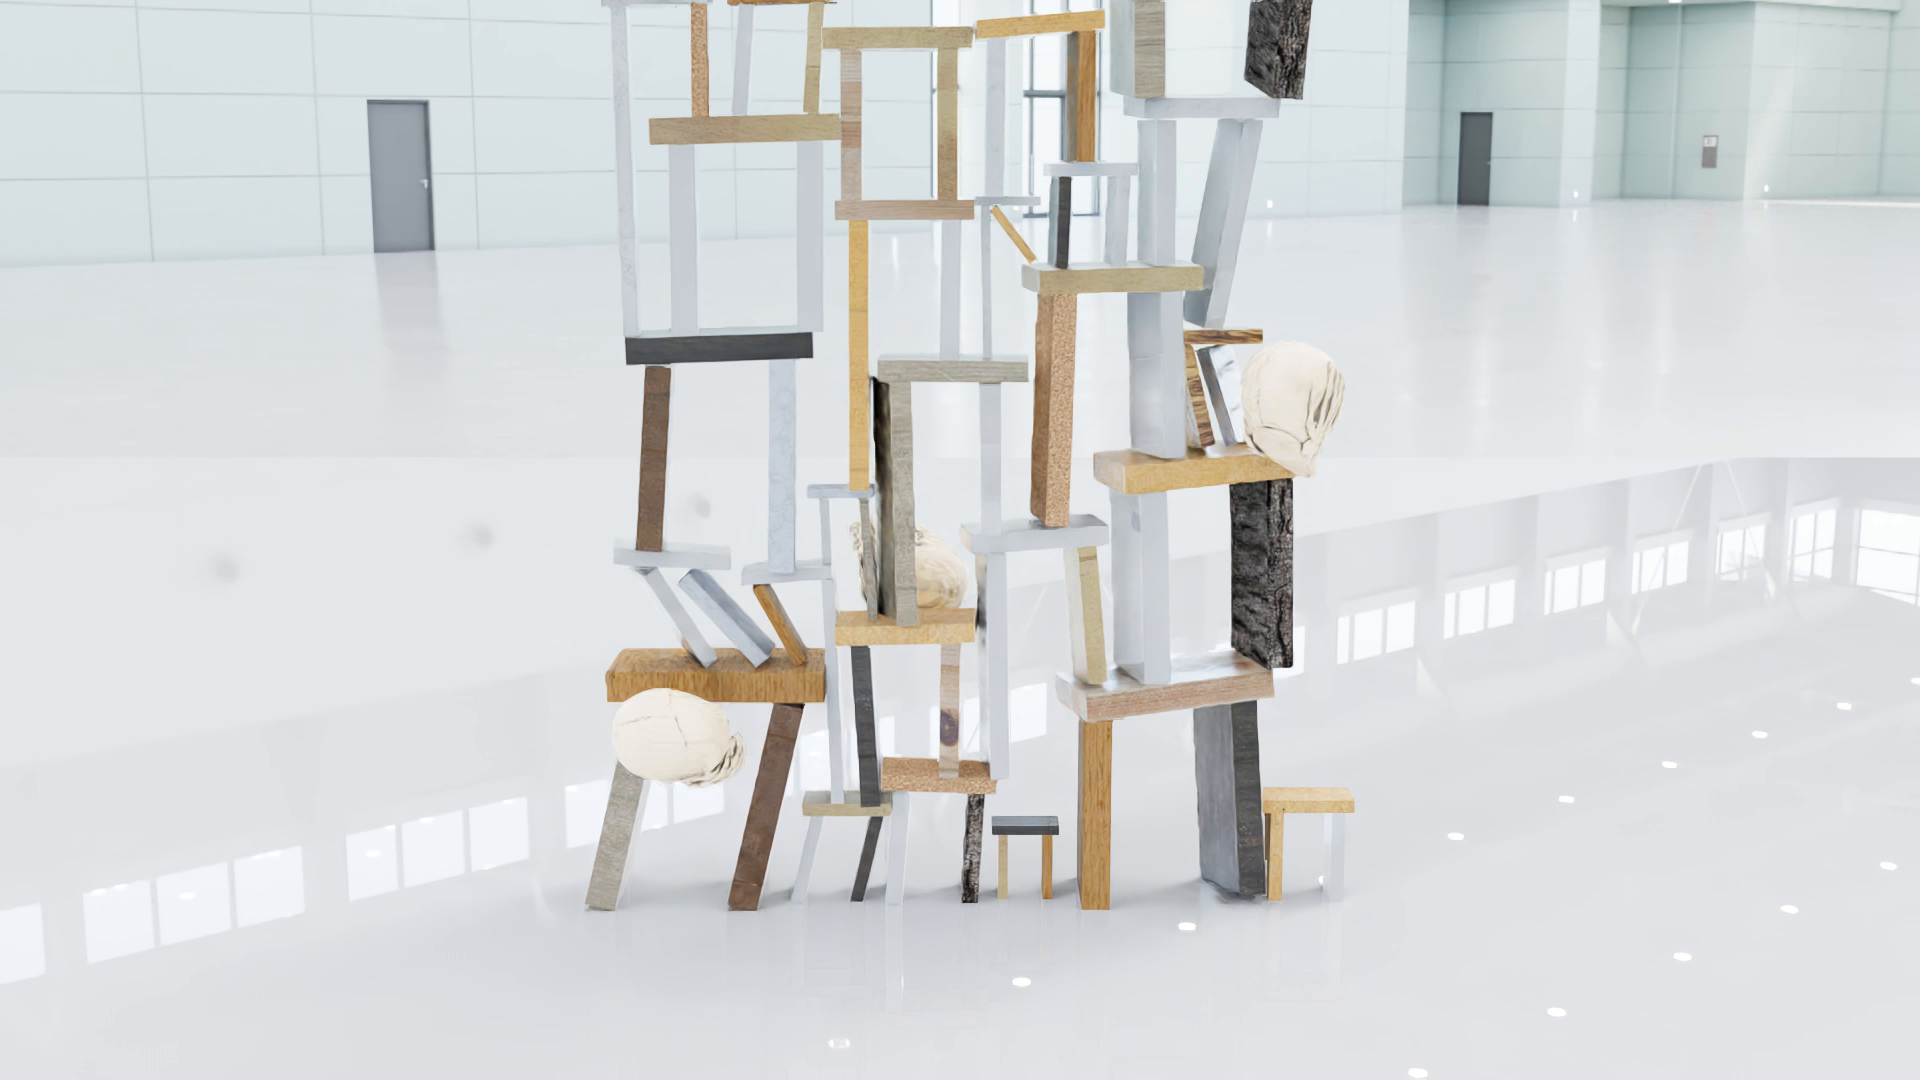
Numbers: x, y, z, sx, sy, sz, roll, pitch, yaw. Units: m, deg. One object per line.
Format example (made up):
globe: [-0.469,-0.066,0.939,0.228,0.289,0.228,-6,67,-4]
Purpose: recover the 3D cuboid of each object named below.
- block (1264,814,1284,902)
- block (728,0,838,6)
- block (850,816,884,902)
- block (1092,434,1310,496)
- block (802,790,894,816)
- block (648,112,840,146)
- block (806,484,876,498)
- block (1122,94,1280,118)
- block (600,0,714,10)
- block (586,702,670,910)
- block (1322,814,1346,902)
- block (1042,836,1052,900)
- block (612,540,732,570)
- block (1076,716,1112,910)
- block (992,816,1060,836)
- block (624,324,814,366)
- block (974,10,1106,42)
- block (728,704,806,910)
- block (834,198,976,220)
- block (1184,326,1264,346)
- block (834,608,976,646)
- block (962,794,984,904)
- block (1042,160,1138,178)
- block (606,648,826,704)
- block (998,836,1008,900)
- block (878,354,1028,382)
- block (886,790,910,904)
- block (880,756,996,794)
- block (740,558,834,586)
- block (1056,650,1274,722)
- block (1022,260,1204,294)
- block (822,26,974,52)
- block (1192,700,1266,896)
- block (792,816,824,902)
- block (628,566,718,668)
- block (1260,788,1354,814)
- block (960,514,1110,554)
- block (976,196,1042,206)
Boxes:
block: [0.521,0.515,3.657,0.021,0.151,0.076,0,11,0]
block: [-0.275,-0.841,3.396,0.167,0.024,0.084,-2,11,-4]
block: [-0.153,0.518,3.652,0.021,0.147,0.073,13,11,-2]
block: [0.390,-0.124,3.571,0.314,0.044,0.157,-6,12,-15]
block: [-0.185,0.435,3.636,0.147,0.021,0.073,0,11,0]
block: [-0.335,-0.641,3.433,0.292,0.041,0.146,-2,11,-4]
block: [-0.191,-0.079,3.535,0.107,0.015,0.054,-1,10,1]
block: [0.380,-0.684,3.467,0.222,0.031,0.111,-3,14,-13]
block: [-0.465,-0.834,3.381,0.169,0.024,0.085,-3,11,-5]
block: [-0.546,0.417,3.640,0.049,0.348,0.174,14,10,-3]
block: [0.621,0.515,3.657,0.021,0.151,0.076,0,11,0]
block: [0.145,0.535,3.659,0.016,0.111,0.055,0,11,0]
block: [-0.463,0.024,3.530,0.186,0.026,0.093,3,9,-9]
block: [0.222,0.431,3.641,0.046,0.322,0.161,0,11,0]
block: [0.108,0.473,3.648,0.111,0.016,0.055,0,11,0]
block: [-0.380,-0.311,3.488,0.291,0.041,0.145,-2,11,-5]
block: [0.122,-0.796,3.407,0.197,0.028,0.099,-5,10,-2]
block: [-0.315,0.417,3.640,0.049,0.348,0.174,13,10,-2]
block: [-0.084,-0.520,3.457,0.217,0.031,0.108,0,10,2]
block: [0.400,-0.331,3.567,0.164,0.023,0.082,-3,9,-19]
block: [-0.086,0.140,3.570,0.223,0.032,0.112,-1,11,2]
block: [0.021,0.495,3.649,0.027,0.189,0.095,3,13,-1]
block: [0.204,-0.583,3.453,0.140,0.020,0.070,-3,12,-8]
block: [-0.391,0.221,3.604,0.348,0.049,0.174,0,11,1]
block: [0.071,0.535,3.659,0.016,0.111,0.055,0,11,0]
block: [-0.009,-0.273,3.492,0.237,0.034,0.118,1,10,2]
block: [-0.102,0.496,3.652,0.027,0.189,0.095,5,11,-1]
block: [-0.035,0.388,3.623,0.189,0.027,0.094,2,13,0]
block: [-0.279,0.051,3.560,0.145,0.021,0.072,-4,11,0]
block: [0.336,0.239,3.623,0.322,0.046,0.161,-6,11,-14]
block: [0.240,-0.418,3.488,0.263,0.037,0.131,-3,12,-10]
block: [-0.094,-0.777,3.413,0.229,0.032,0.114,0,10,2]
block: [0.447,0.417,3.672,0.046,0.322,0.161,-5,5,-17]
block: [-0.251,0.518,3.652,0.021,0.147,0.073,13,11,-2]
block: [-0.464,0.117,3.557,0.026,0.186,0.093,-37,22,-14]
block: [0.571,0.431,3.641,0.151,0.021,0.076,0,11,0]
block: [0.119,-0.011,3.547,0.222,0.031,0.111,-4,11,-9]
block: [0.076,-0.533,3.456,0.103,0.015,0.051,0,10,2]
